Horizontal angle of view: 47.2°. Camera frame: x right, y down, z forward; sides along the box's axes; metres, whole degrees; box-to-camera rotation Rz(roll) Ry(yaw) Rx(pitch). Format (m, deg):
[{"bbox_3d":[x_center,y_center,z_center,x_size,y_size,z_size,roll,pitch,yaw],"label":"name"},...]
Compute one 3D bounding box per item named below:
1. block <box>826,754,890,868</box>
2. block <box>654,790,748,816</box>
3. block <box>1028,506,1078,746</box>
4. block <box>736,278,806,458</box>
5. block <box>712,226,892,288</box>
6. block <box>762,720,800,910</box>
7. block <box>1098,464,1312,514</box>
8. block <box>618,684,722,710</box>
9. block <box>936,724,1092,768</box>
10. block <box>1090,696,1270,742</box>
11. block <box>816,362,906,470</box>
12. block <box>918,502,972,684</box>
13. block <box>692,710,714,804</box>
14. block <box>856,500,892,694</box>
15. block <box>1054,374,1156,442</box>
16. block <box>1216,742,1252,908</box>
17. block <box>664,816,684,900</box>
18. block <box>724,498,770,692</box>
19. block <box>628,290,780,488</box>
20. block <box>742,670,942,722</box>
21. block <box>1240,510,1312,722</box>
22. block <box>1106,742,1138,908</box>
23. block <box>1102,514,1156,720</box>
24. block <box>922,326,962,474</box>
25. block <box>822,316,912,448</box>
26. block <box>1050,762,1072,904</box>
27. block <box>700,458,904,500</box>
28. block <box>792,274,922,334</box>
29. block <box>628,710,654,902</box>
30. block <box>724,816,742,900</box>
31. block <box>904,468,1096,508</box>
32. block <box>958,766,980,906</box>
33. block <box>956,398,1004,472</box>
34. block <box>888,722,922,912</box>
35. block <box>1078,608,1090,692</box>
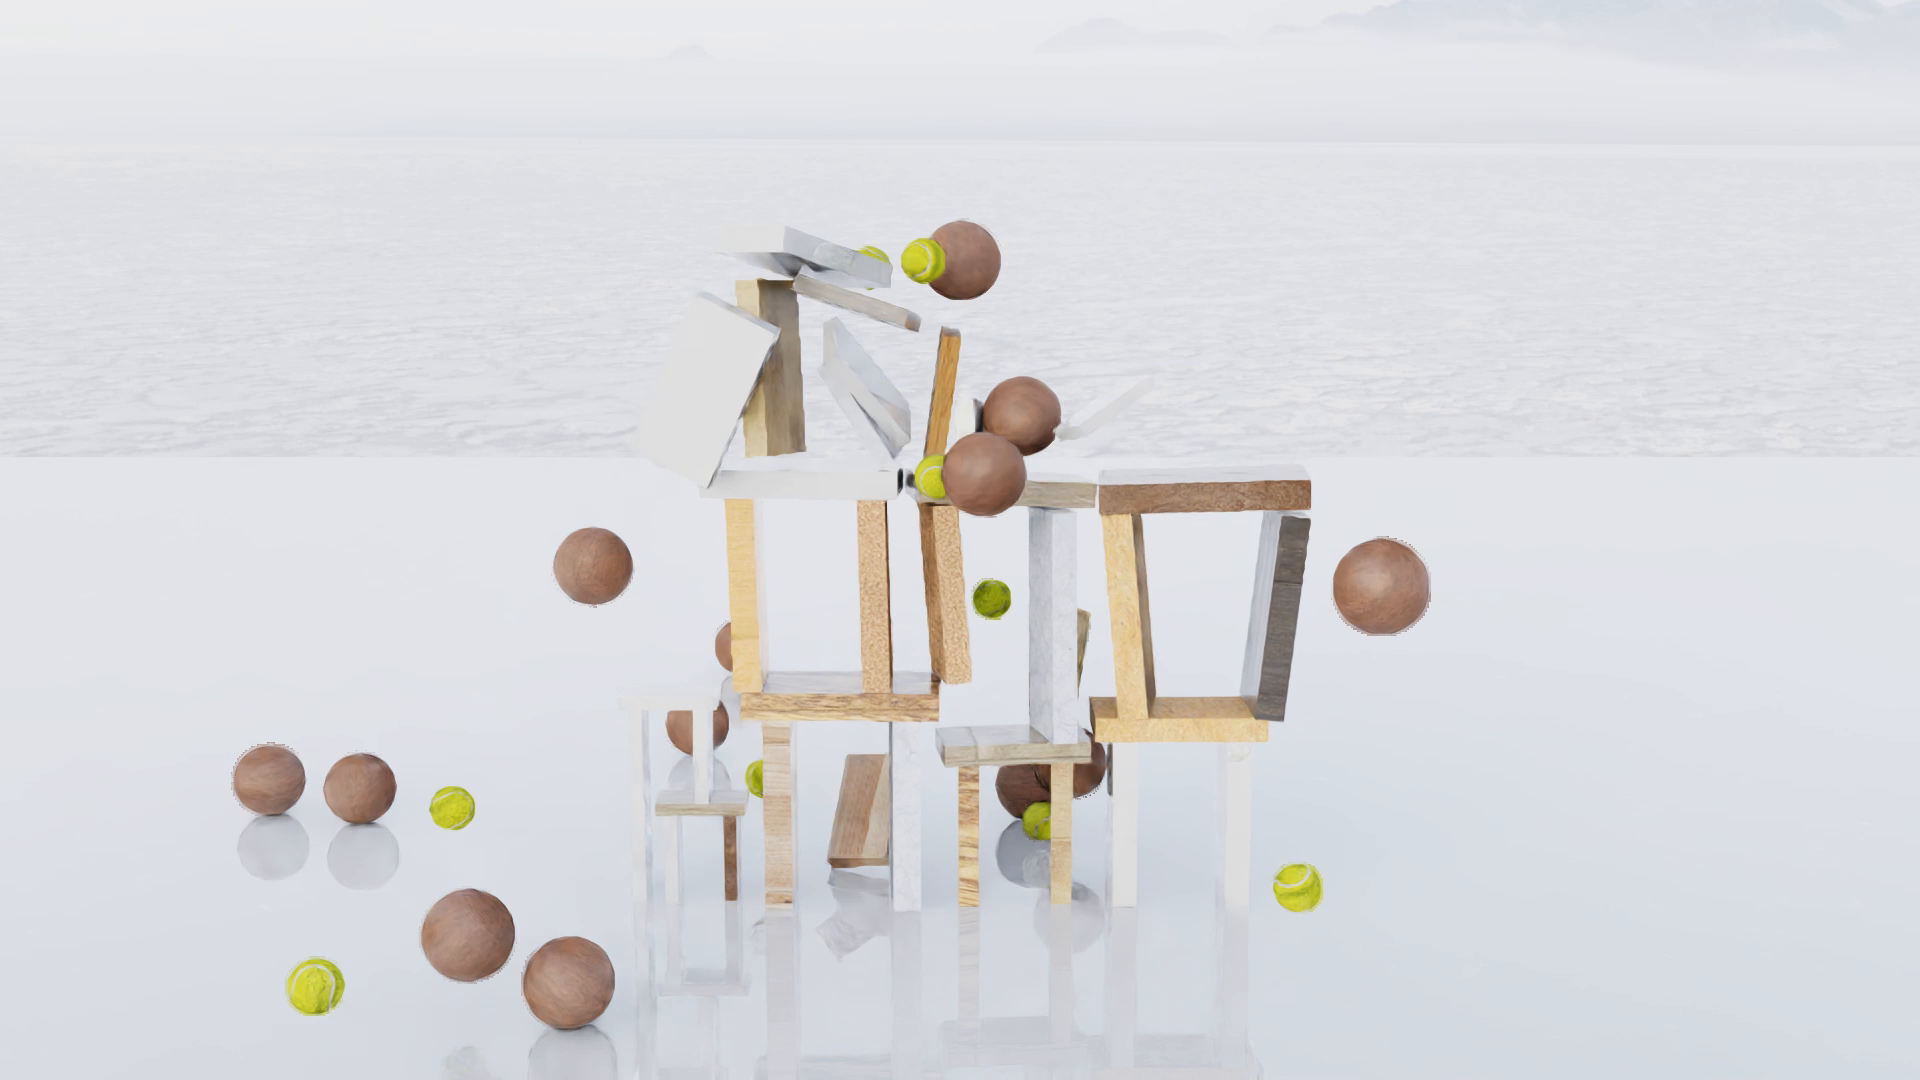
[{"bbox_3d":[-0.160,0.470,3.835,0.107,0.030,0.213,-4,50,17],"label":"block"},{"bbox_3d":[-0.427,0.435,3.643,0.147,0.021,0.073,0,11,0],"label":"block"},{"bbox_3d":[0.151,0.133,3.584,0.041,0.376,0.144,-3,10,-13],"label":"block"},{"bbox_3d":[-0.297,-0.271,3.461,0.039,0.274,0.137,-1,5,22],"label":"block"},{"bbox_3d":[-0.241,-0.437,3.410,0.137,0.039,0.274,5,-4,34],"label":"block"},{"bbox_3d":[-0.296,0.433,3.641,0.045,0.318,0.159,0,10,0],"label":"block"},{"bbox_3d":[0.390,-0.082,3.540,0.334,0.047,0.167,-1,10,4],"label":"block"},{"bbox_3d":[-0.475,0.258,3.608,0.158,0.022,0.079,0,11,0],"label":"block"},{"bbox_3d":[0.087,0.336,3.619,0.241,0.034,0.121,-1,11,-8],"label":"block"},{"bbox_3d":[0.358,0.295,3.618,0.280,0.040,0.140,0,11,-1],"label":"block"},{"bbox_3d":[-0.156,-0.211,3.508,0.027,0.187,0.094,-29,12,19],"label":"block"},{"bbox_3d":[-0.026,0.080,3.587,0.041,0.289,0.144,-6,7,-10],"label":"block"},{"bbox_3d":[-0.423,0.347,3.625,0.022,0.158,0.079,0,11,0],"label":"block"},{"bbox_3d":[-0.138,0.077,3.575,0.044,0.313,0.157,-1,10,0],"label":"block"},{"bbox_3d":[0.226,-0.206,3.433,0.156,0.022,0.078,-36,15,-24],"label":"block"},{"bbox_3d":[0.453,0.452,3.647,0.040,0.280,0.140,0,11,0],"label":"block"},{"bbox_3d":[-0.476,0.517,3.658,0.021,0.147,0.073,0,11,0],"label":"block"},{"bbox_3d":[-0.345,0.077,3.580,0.044,0.313,0.157,-2,9,0],"label":"block"},{"bbox_3d":[-0.394,-0.231,3.386,0.137,0.274,0.039,27,20,2],"label":"block"},{"bbox_3d":[-0.191,0.255,3.605,0.318,0.045,0.159,0,10,1],"label":"block"},{"bbox_3d":[0.512,0.112,3.582,0.047,0.334,0.167,6,10,-2],"label":"block"},{"bbox_3d":[0.268,0.451,3.648,0.040,0.280,0.140,0,11,-1],"label":"block"},{"bbox_3d":[0.277,0.109,3.583,0.047,0.334,0.167,-4,10,10],"label":"block"},{"bbox_3d":[-0.030,-0.227,3.557,0.030,0.222,0.107,7,13,-4],"label":"block"},{"bbox_3d":[-0.146,-0.249,3.485,0.027,0.215,0.094,-26,40,19],"label":"block"},{"bbox_3d":[0.169,0.470,3.656,0.034,0.241,0.121,0,10,3],"label":"block"},{"bbox_3d":[-0.252,-0.099,3.544,0.313,0.044,0.157,0,10,2],"label":"block"},{"bbox_3d":[-0.158,-0.365,3.397,0.187,0.027,0.094,19,2,11],"label":"block"},{"bbox_3d":[-0.528,0.430,3.640,0.022,0.326,0.079,0,11,0],"label":"block"},{"bbox_3d":[-0.378,0.517,3.658,0.021,0.147,0.073,0,11,0],"label":"block"},{"bbox_3d":[0.064,-0.085,3.579,0.289,0.041,0.144,2,7,-10],"label":"block"},{"bbox_3d":[0.014,0.472,3.645,0.034,0.241,0.121,0,10,0],"label":"block"},{"bbox_3d":[0.034,-0.170,3.616,0.030,0.107,0.213,-2,-2,14],"label":"block"},{"bbox_3d":[-0.091,0.435,3.631,0.045,0.318,0.159,-1,10,-4],"label":"block"},{"bbox_3d":[0.176,0.190,3.768,0.078,0.156,0.022,19,-19,-29],"label":"block"}]
